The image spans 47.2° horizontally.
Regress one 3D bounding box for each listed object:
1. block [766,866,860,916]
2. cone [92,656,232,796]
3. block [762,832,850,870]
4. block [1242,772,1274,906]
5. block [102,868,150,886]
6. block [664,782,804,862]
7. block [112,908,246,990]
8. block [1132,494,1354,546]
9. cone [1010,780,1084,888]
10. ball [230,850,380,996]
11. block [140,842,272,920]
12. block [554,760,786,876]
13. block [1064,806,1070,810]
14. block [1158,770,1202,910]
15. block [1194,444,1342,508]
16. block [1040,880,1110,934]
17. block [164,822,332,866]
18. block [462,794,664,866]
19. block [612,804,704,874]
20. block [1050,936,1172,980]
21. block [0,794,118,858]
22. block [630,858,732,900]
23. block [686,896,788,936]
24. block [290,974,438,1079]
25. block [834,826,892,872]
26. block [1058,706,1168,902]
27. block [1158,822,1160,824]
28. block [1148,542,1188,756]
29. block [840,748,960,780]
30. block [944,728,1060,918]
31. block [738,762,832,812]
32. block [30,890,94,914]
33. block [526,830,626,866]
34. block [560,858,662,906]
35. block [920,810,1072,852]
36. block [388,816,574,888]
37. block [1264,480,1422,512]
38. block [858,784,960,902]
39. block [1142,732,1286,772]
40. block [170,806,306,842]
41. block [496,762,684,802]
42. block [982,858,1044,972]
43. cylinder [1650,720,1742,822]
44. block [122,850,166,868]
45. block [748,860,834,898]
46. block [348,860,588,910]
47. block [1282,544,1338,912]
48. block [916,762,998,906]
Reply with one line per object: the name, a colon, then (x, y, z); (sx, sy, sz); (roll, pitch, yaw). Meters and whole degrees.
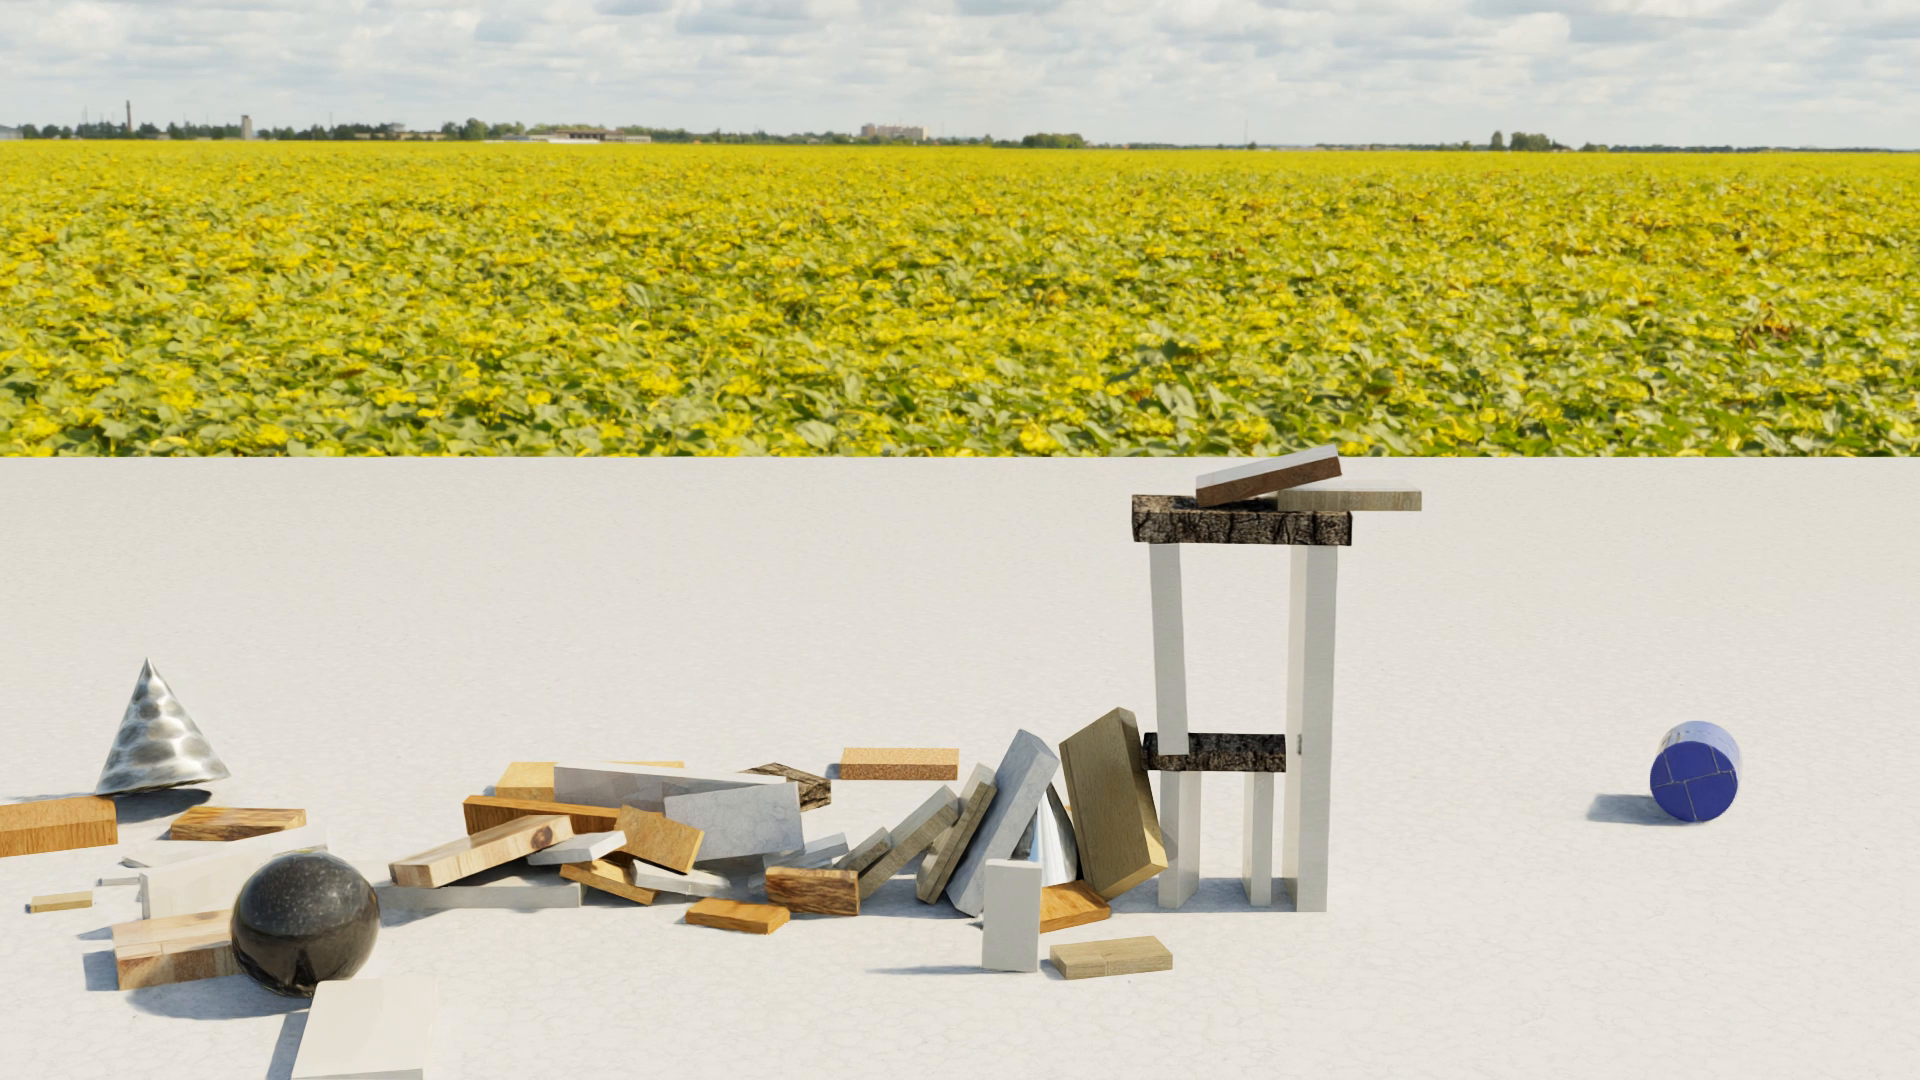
block: (-0.239, 0.570, 3.567); (0.148, 0.074, 0.021); (2, 26, 9)
cone: (-1.517, 0.341, 4.145); (0.250, 0.250, 0.250); (-9, -6, -1)
block: (-0.258, 0.528, 3.689); (0.143, 0.020, 0.072); (-16, 8, -5)
block: (0.494, 0.476, 3.647); (0.033, 0.232, 0.116); (0, 11, 0)
block: (-1.404, 0.571, 3.733); (0.093, 0.013, 0.046); (-2, 11, -12)
block: (-0.379, 0.475, 3.692); (0.222, 0.111, 0.031); (-7, -4, 3)
block: (-1.124, 0.618, 3.389); (0.332, 0.047, 0.166); (-5, 11, -23)
block: (0.451, -0.033, 3.554); (0.343, 0.049, 0.171); (1, 11, 3)
cone: (0.128, 0.469, 3.678); (0.235, 0.235, 0.235); (0, 11, 0)
ball: (-0.962, 0.563, 3.232); (0.212, 0.212, 0.212); (0, 11, 0)
block: (-1.207, 0.562, 3.533); (0.030, 0.105, 0.210); (10, 15, 44)
block: (-0.501, 0.481, 3.799); (0.411, 0.167, 0.047); (3, 11, 15)
block: (0.224, 0.508, 4.053); (0.146, 0.021, 0.073); (-4, 11, -22)
block: (0.364, 0.479, 3.632); (0.033, 0.232, 0.116); (5, 11, 24)
block: (0.495, -0.103, 3.537); (0.230, 0.033, 0.115); (-13, 10, 10)
block: (0.148, 0.592, 3.535); (0.169, 0.024, 0.085); (-6, 27, -30)
block: (-1.204, 0.541, 3.719); (0.269, 0.038, 0.135); (-11, 11, -13)
block: (-0.683, 0.510, 3.804); (0.366, 0.105, 0.030); (3, 22, 16)
block: (-0.507, 0.499, 3.667); (0.148, 0.074, 0.021); (16, -13, 17)
block: (0.230, 0.637, 3.352); (0.169, 0.024, 0.085); (-3, 11, -15)
block: (-1.687, 0.517, 3.931); (0.332, 0.047, 0.166); (-4, 11, -22)
block: (-0.464, 0.562, 3.650); (0.158, 0.022, 0.079); (12, 7, -17)
block: (-0.358, 0.604, 3.536); (0.148, 0.021, 0.074); (4, 11, 22)
block: (-0.813, 0.686, 3.023); (0.166, 0.047, 0.332); (-2, 11, -10)
block: (-0.177, 0.538, 3.662); (0.143, 0.020, 0.072); (-38, 9, 6)
block: (0.252, 0.438, 3.648); (0.041, 0.289, 0.144); (21, -44, -38)
block: (0.332, 0.530, 3.937); (0.146, 0.021, 0.073); (-5, 11, -23)
block: (0.339, 0.161, 3.585); (0.049, 0.343, 0.171); (-3, 10, 5)
block: (-0.118, 0.444, 4.364); (0.230, 0.033, 0.115); (0, 11, 2)
block: (0.064, 0.462, 3.609); (0.041, 0.289, 0.144); (27, 4, -15)
block: (-0.421, 0.487, 4.096); (0.335, 0.047, 0.167); (-10, 15, -43)
block: (-1.474, 0.594, 3.611); (0.093, 0.013, 0.046); (-4, 11, -19)
block: (-0.636, 0.510, 3.639); (0.158, 0.022, 0.079); (-10, 8, 38)
block: (-0.576, 0.559, 3.644); (0.158, 0.022, 0.079); (18, 10, 3)
block: (0.056, 0.509, 3.841); (0.289, 0.041, 0.144); (-2, -14, -9)
block: (-0.789, 0.512, 3.632); (0.269, 0.038, 0.135); (-16, 6, -42)
block: (0.618, -0.072, 3.551); (0.230, 0.033, 0.115); (0, 11, -2)
block: (-0.095, 0.505, 3.657); (0.222, 0.031, 0.111); (-42, 9, 6)
block: (0.416, 0.348, 3.605); (0.232, 0.033, 0.116); (0, 10, 7)
block: (-1.307, 0.516, 3.988); (0.210, 0.030, 0.105); (1, 11, 3)
block: (-0.701, 0.469, 4.191); (0.335, 0.047, 0.167); (0, 11, -1)
block: (0.078, 0.567, 3.317); (0.085, 0.169, 0.024); (3, 14, 5)
cylinder: (1.374, 0.431, 4.105); (0.154, 0.154, 0.154); (4, 11, 21)
block: (-1.405, 0.557, 3.810); (0.093, 0.013, 0.046); (8, 13, 38)
block: (-0.281, 0.559, 3.667); (0.143, 0.020, 0.072); (-16, 8, -4)
block: (-0.849, 0.572, 3.660); (0.450, 0.038, 0.135); (0, 11, -1)
block: (0.573, 0.292, 3.611); (0.049, 0.608, 0.171); (0, 11, 0)
block: (-0.007, 0.486, 3.649); (0.031, 0.222, 0.111); (27, 9, -6)
